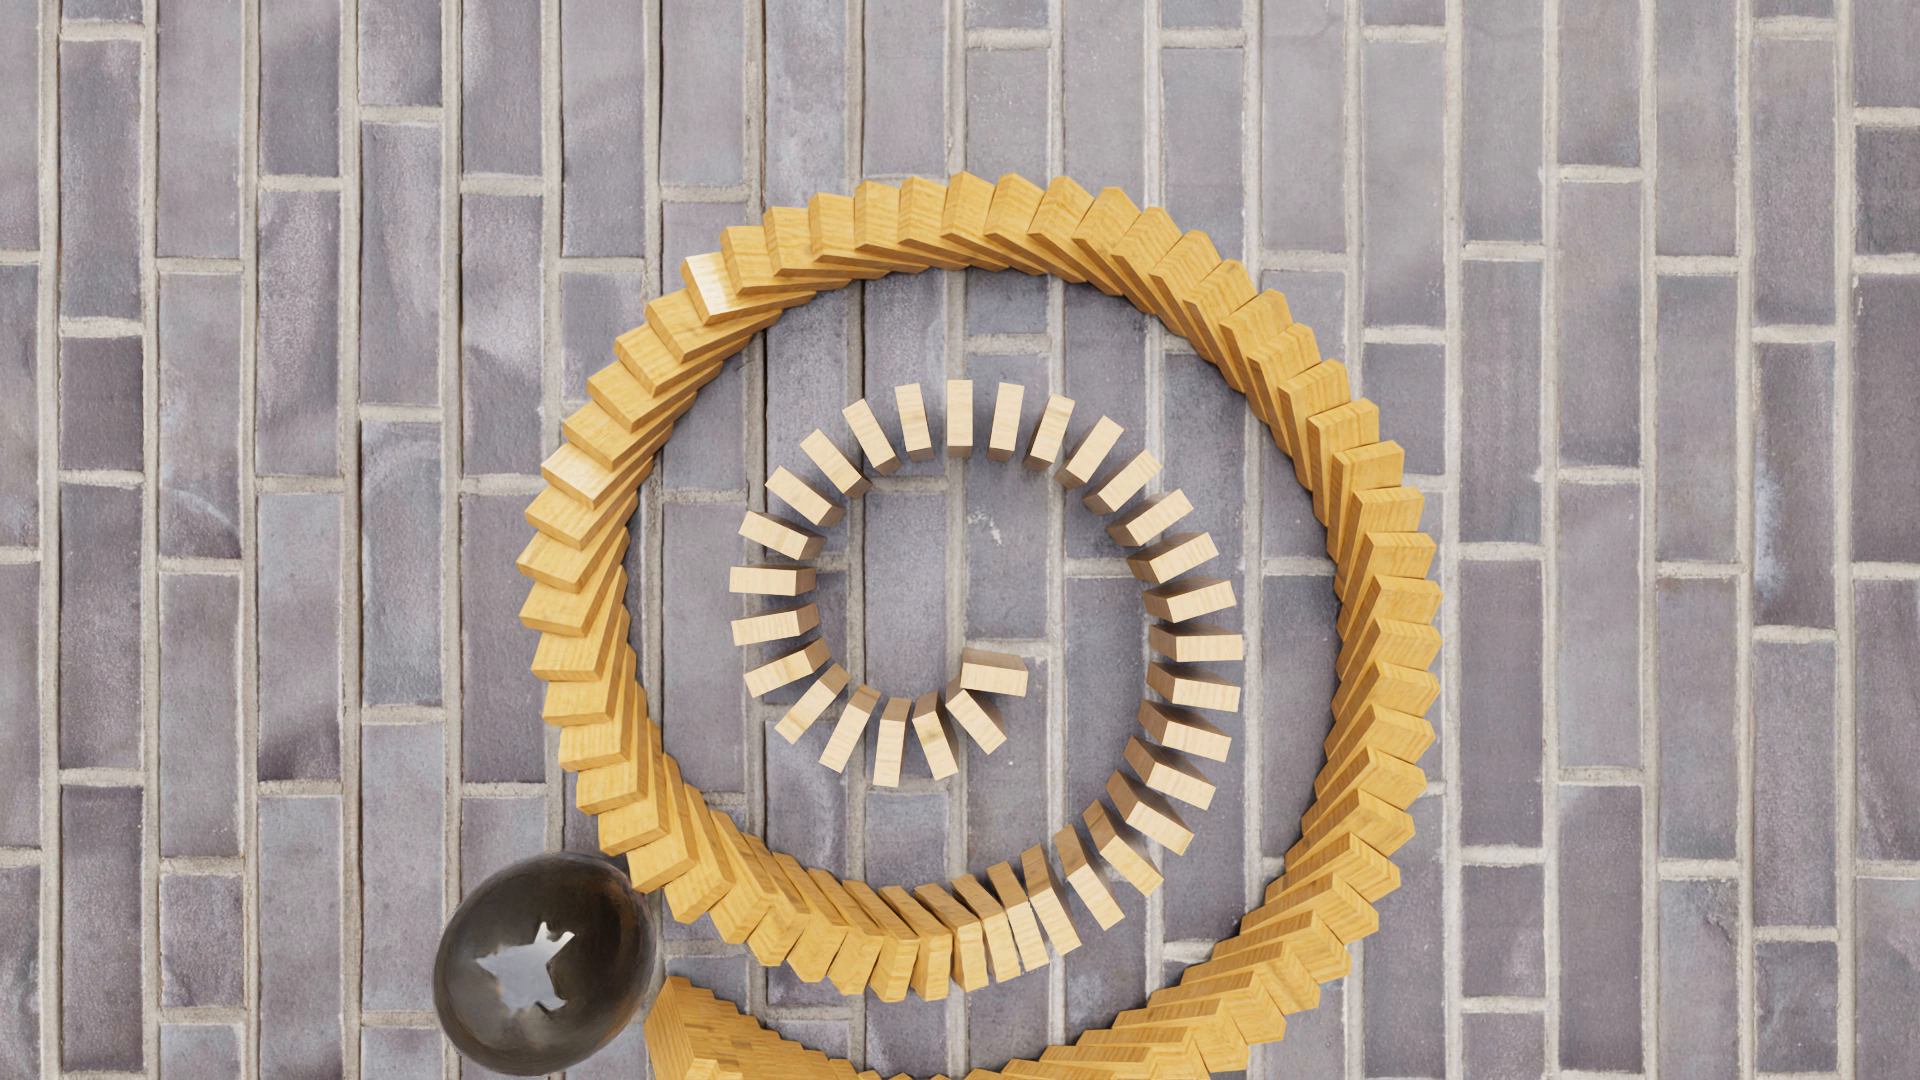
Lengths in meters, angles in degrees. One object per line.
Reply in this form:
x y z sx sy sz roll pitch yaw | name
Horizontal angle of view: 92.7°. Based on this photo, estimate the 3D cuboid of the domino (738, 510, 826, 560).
-0.071 -0.002 0.375 0.025 0.050 0.009 24 90 0 | domino

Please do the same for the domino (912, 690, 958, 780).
-0.009 0.079 0.375 0.010 0.050 0.025 -21 90 0 | domino

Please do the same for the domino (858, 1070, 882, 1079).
-0.030 0.250 0.379 0.050 0.009 0.025 30 93 42 | domino

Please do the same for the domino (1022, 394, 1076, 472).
0.035 -0.043 0.375 0.009 0.050 0.025 19 90 0 | domino

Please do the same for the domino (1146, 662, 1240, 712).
0.094 0.059 0.375 0.025 0.050 0.010 8 90 0 | domino

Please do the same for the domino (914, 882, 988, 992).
-0.005 0.161 0.375 0.009 0.050 0.025 -7 90 -23 | domino

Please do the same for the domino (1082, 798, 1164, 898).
0.066 0.125 0.375 0.025 0.050 0.009 43 90 0 | domino

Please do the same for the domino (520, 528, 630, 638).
-0.159 0.015 0.382 0.025 0.009 0.050 11 55 0 | domino

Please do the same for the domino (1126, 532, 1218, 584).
0.086 0.007 0.375 0.025 0.050 0.009 -27 90 0 | domino

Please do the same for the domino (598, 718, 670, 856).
-0.137 0.102 0.381 0.025 0.009 0.050 -21 53 0 | domino

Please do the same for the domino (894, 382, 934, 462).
-0.018 -0.047 0.375 0.010 0.050 0.025 -11 90 0 | domino

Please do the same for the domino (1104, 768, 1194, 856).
0.076 0.110 0.375 0.025 0.050 0.010 31 90 0 | domino

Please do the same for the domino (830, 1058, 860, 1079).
-0.045 0.242 0.377 0.009 0.050 0.025 26 90 -34 | domino

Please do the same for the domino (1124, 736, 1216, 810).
0.085 0.094 0.375 0.025 0.050 0.009 23 90 0 | domino

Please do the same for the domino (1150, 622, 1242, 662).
0.095 0.041 0.375 0.025 0.050 0.010 -2 90 0 | domino

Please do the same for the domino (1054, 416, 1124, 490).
0.052 -0.035 0.375 0.009 0.050 0.025 35 90 0 | domino

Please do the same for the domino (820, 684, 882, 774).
-0.044 0.076 0.375 0.010 0.050 0.025 27 90 0 | domino

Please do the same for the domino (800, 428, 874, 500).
-0.050 -0.030 0.375 0.010 0.050 0.025 -42 90 0 | domino

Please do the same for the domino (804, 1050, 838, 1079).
-0.057 0.239 0.376 0.009 0.050 0.025 26 90 -32 | domino

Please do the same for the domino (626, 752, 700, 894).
-0.126 0.117 0.381 0.025 0.009 0.050 -29 52 0 | domino

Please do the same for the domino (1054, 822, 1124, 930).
0.052 0.136 0.375 0.009 0.050 0.025 -35 90 0 | domino

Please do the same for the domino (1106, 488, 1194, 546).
0.076 -0.009 0.375 0.025 0.050 0.009 -35 90 0 | domino

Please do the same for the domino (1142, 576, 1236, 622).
0.092 0.024 0.375 0.025 0.050 0.009 -17 90 0 | domino

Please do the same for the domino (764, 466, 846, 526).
-0.062 -0.017 0.375 0.025 0.050 0.010 38 90 0 | domino

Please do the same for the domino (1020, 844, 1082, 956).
0.036 0.146 0.375 0.009 0.050 0.025 -28 90 0 | domino

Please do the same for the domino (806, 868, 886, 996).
-0.052 0.160 0.378 0.009 0.050 0.025 23 90 -40 | domino

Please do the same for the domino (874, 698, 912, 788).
-0.027 0.082 0.375 0.009 0.050 0.025 7 90 0 | domino

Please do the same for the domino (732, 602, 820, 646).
-0.074 0.034 0.375 0.025 0.050 0.010 -9 90 0 | domino

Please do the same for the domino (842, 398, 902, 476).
-0.035 -0.041 0.375 0.010 0.050 0.025 -29 90 0 | domino

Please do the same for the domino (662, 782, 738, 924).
-0.113 0.129 0.381 0.025 0.010 0.050 -40 51 0 | domino

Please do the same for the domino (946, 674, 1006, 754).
0.006 0.070 0.375 0.009 0.050 0.025 -41 90 0 | domino

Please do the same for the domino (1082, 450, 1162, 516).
0.065 -0.023 0.375 0.025 0.050 0.010 -43 90 0 | domino

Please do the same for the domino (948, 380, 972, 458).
0.000 -0.049 0.375 0.010 0.050 0.025 0 90 0 | domino

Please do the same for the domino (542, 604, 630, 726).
-0.155 0.052 0.382 0.025 0.009 0.050 -5 55 0 | domino

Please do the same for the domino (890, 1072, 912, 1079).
-0.011 0.248 0.381 0.050 0.009 0.025 13 90 37 | domino

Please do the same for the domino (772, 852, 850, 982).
-0.068 0.155 0.379 0.010 0.050 0.025 28 90 -44 | domino

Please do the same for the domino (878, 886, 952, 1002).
-0.020 0.164 0.376 0.009 0.050 0.025 5 90 -29 | domino

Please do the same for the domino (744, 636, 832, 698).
-0.069 0.051 0.375 0.025 0.050 0.010 -23 90 0 | domino

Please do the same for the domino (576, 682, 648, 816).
-0.144 0.086 0.381 0.025 0.010 0.050 -15 54 0 | domino

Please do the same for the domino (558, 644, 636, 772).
-0.150 0.069 0.382 0.025 0.010 0.050 -10 54 0 | domino

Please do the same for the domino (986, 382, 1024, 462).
0.018 -0.047 0.375 0.010 0.050 0.025 9 90 0 | domino

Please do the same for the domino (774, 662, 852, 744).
-0.059 0.066 0.375 0.009 0.050 0.025 42 90 0 | domino

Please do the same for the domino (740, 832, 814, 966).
-0.083 0.148 0.379 0.050 0.010 0.025 34 90 43 | domino

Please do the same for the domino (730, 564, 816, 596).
-0.075 0.016 0.375 0.025 0.050 0.009 3 90 0 | domino

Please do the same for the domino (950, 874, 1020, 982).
0.010 0.157 0.375 0.009 0.050 0.025 -14 90 -16 | domino

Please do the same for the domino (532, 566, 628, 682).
-0.157 0.034 0.382 0.025 0.010 0.050 1 55 0 | domino

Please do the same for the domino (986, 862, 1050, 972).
0.023 0.152 0.375 0.010 0.050 0.025 -18 90 -8 | domino

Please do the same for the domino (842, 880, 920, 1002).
-0.036 0.164 0.377 0.009 0.050 0.025 15 90 -35 | domino

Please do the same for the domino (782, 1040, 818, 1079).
-0.067 0.234 0.376 0.009 0.050 0.025 26 90 -32 | domino

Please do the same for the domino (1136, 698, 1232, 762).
0.090 0.077 0.375 0.025 0.050 0.010 16 90 0 | domino

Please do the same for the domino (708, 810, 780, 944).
-0.097 0.139 0.380 0.025 0.010 0.050 -52 49 0 | domino
